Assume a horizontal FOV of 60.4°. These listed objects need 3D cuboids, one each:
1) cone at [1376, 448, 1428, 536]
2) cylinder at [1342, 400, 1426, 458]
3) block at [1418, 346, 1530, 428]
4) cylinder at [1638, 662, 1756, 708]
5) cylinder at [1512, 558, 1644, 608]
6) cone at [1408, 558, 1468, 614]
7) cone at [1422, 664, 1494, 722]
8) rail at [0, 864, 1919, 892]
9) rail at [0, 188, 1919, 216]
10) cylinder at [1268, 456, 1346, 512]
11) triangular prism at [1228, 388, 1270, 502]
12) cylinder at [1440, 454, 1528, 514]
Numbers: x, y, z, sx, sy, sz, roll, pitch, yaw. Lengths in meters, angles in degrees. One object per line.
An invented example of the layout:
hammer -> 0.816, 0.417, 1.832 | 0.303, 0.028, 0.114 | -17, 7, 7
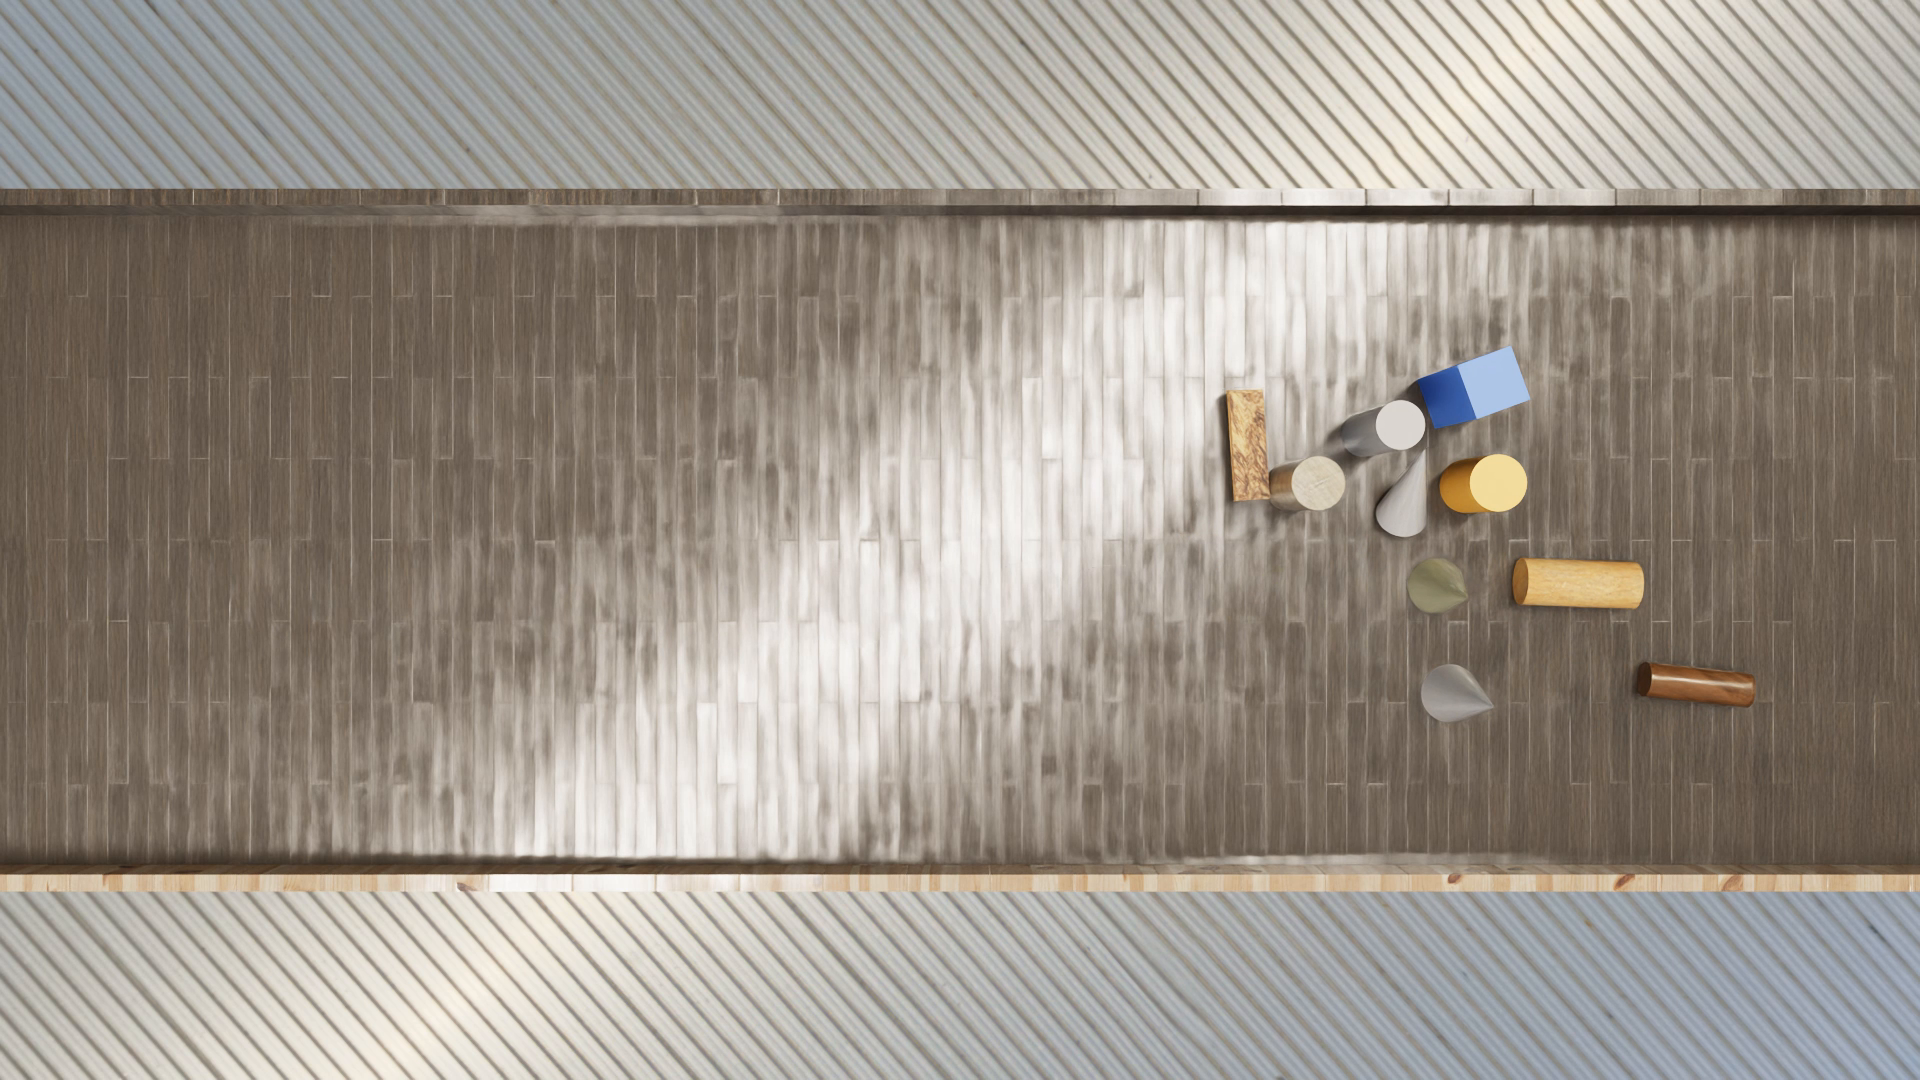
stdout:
cone -> 1.340, -0.169, 4.878 | 0.155, 0.368, 0.155 | -1, 60, 2
cylinder -> 1.243, -0.324, 4.864 | 0.139, 0.425, 0.139 | 0, 90, 0
block -> 1.510, -0.446, 4.870 | 0.162, 0.413, 0.162 | -20, 90, 0
cylinder -> 2.242, 0.441, 5.024 | 0.317, 0.105, 0.105 | 7, 90, -3
cylinder -> 1.874, 0.132, 5.005 | 0.345, 0.143, 0.143 | 2, 90, 0
cone -> 1.456, 0.153, 4.884 | 0.171, 0.373, 0.171 | 0, 94, 2
cone -> 1.509, 0.472, 4.865 | 0.179, 0.423, 0.179 | 0, 90, 0
rail -> -2.247, 1.025, 5.001 | 12.000, 0.150, 0.050 | 0, 90, 0
rail -> -2.247, -1.025, 5.002 | 12.000, 0.150, 0.050 | 0, 90, 0
cylinder -> 1.014, -0.162, 4.873 | 0.152, 0.407, 0.152 | 0, 90, 0
triangular prism -> 0.850, -0.286, 4.998 | 0.120, 0.104, 0.333 | -4, 90, 42
cylinder -> 1.558, -0.165, 4.924 | 0.165, 0.304, 0.165 | 0, 90, 0
